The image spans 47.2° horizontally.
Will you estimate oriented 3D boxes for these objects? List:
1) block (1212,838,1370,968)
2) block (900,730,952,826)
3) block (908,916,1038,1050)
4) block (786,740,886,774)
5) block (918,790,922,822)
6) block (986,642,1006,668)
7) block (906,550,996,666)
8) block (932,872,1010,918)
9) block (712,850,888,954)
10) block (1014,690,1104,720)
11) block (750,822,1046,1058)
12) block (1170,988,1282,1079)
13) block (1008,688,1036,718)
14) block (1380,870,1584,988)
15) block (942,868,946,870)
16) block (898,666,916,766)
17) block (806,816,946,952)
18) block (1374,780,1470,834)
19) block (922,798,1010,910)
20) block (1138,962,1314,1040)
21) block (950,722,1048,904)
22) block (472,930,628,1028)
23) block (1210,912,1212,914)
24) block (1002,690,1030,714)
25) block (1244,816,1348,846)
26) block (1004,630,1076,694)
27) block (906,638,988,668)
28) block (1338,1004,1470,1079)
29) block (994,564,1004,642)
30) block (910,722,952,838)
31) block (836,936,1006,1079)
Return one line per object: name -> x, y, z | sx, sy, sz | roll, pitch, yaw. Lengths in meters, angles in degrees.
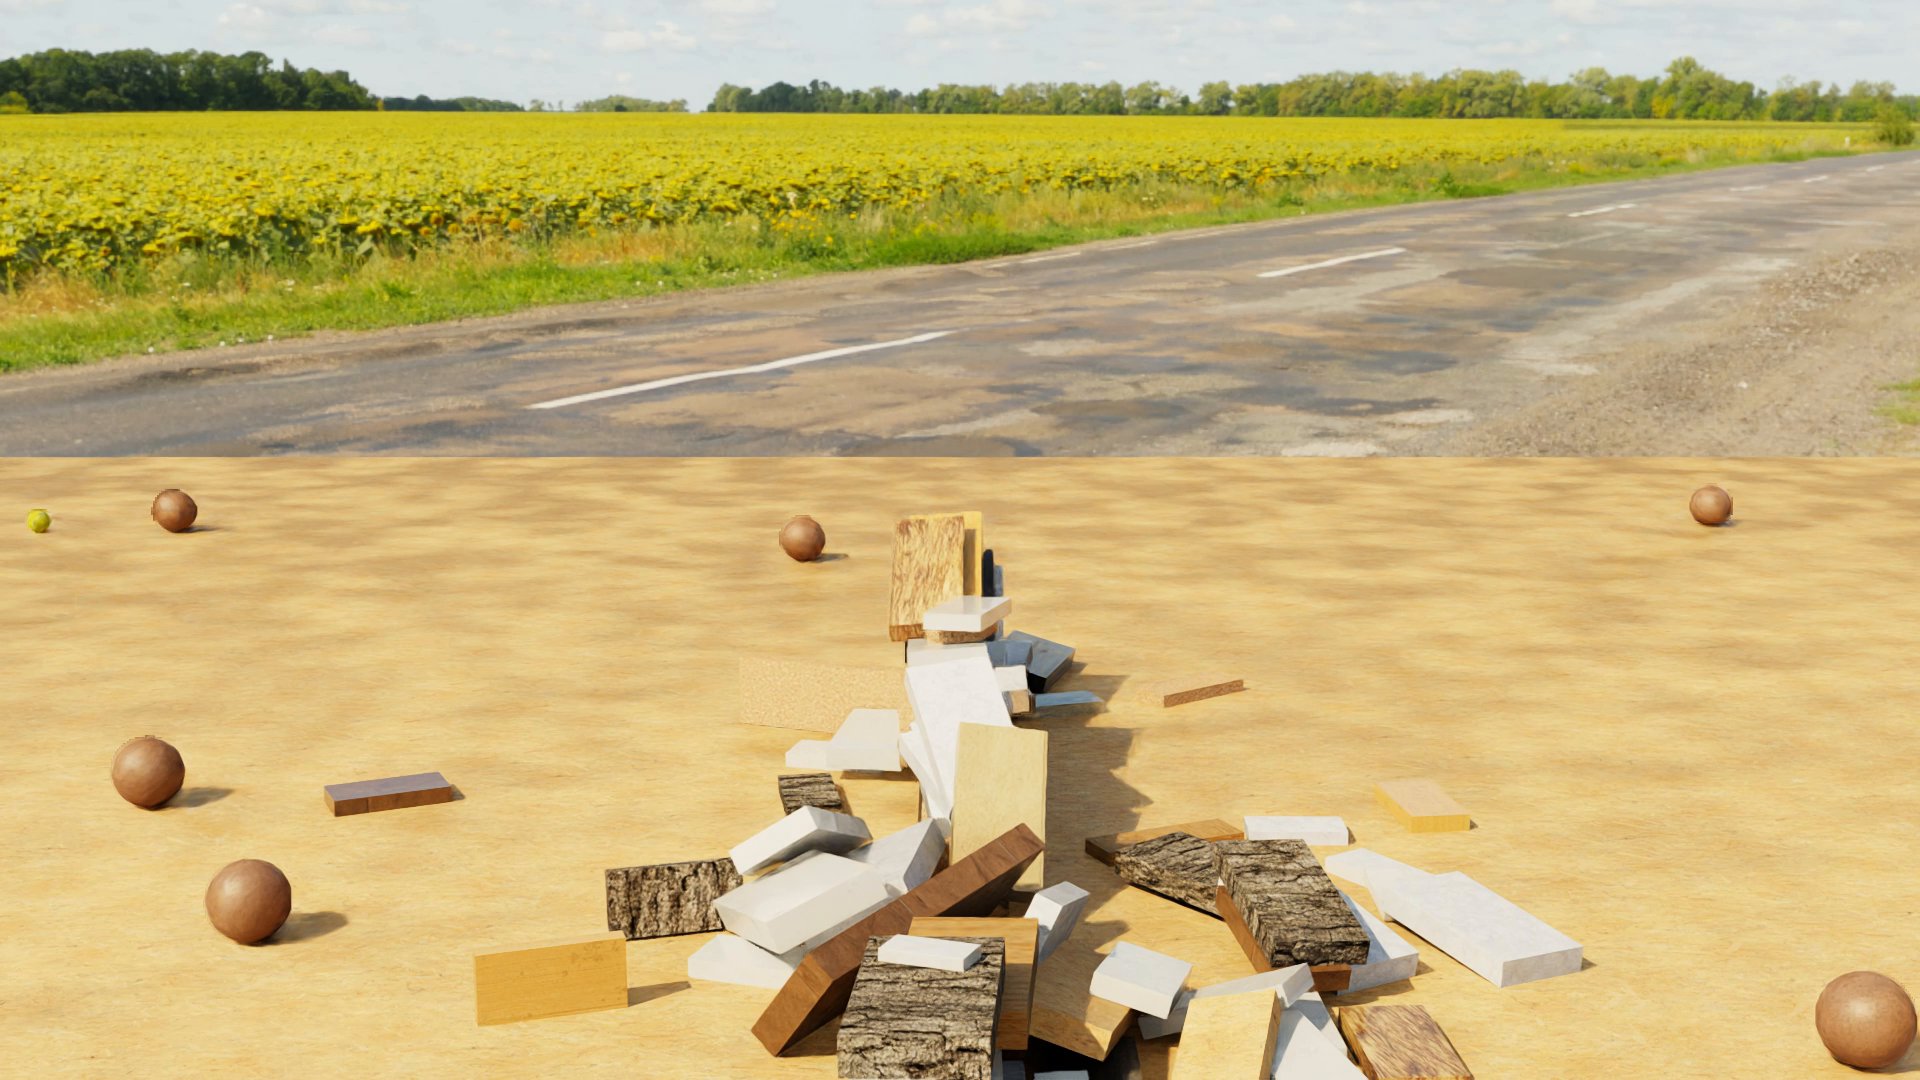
block -> 0.490, 0.539, 3.285 | 0.144, 0.041, 0.288 | 1, 22, -12
block -> 0.012, 0.402, 3.743 | 0.139, 0.039, 0.277 | -11, 30, -20
block -> 0.009, 0.568, 2.844 | 0.172, 0.049, 0.344 | 0, 9, 4
block -> -0.238, 0.436, 4.422 | 0.202, 0.029, 0.101 | 3, 11, 14
block -> 0.002, 0.466, 3.881 | 0.148, 0.042, 0.296 | 0, 36, 1
block -> 0.015, 0.299, 4.208 | 0.139, 0.039, 0.433 | -3, 20, 3
block -> -0.017, 0.154, 4.579 | 0.180, 0.051, 0.359 | -4, 36, 4
block -> 0.008, 0.572, 3.493 | 0.072, 0.020, 0.143 | -14, 33, -30
block -> -0.248, 0.546, 3.344 | 0.180, 0.051, 0.359 | -26, 4, -18
block -> 0.205, 0.362, 4.819 | 0.200, 0.028, 0.100 | -3, 11, -17
block -> -0.079, 0.570, 3.187 | 0.051, 0.180, 0.534 | 45, 34, 16
block -> 0.344, 0.677, 2.865 | 0.120, 0.034, 0.239 | -12, 21, 20
block -> 0.045, 0.323, 4.744 | 0.155, 0.044, 0.310 | -3, 11, -14
block -> 0.807, 0.602, 3.421 | 0.151, 0.043, 0.302 | -5, 16, -25
block -> 0.008, 0.580, 3.527 | 0.072, 0.020, 0.143 | -2, 31, 0
block -> -0.022, 0.332, 4.257 | 0.180, 0.051, 0.359 | -3, 20, 2
block -> -0.135, 0.540, 3.481 | 0.180, 0.051, 0.359 | -24, 4, 9
block -> 0.858, 0.495, 4.096 | 0.109, 0.031, 0.218 | -1, 11, -7
block -> 0.008, 0.515, 3.711 | 0.148, 0.042, 0.296 | 0, 29, 1
block -> 0.369, 0.641, 3.057 | 0.223, 0.032, 0.112 | -20, -4, 27
block -> 0.062, 0.438, 3.547 | 0.146, 0.292, 0.041 | 7, -35, -5
block -> -0.588, 0.630, 3.160 | 0.214, 0.107, 0.030 | -4, 11, -19
block -> 0.465, 0.591, 3.615 | 0.063, 0.018, 0.127 | 6, 12, 29
block -> 0.040, 0.294, 3.921 | 0.139, 0.039, 0.277 | -6, -5, 7
block -> 0.604, 0.523, 3.960 | 0.176, 0.025, 0.088 | 0, 11, 1
block -> 0.158, 0.282, 5.095 | 0.154, 0.044, 0.309 | 17, 14, 12
block -> -0.025, 0.217, 4.191 | 0.148, 0.042, 0.295 | -5, 2, -1
block -> 0.602, 0.697, 2.997 | 0.120, 0.034, 0.240 | -1, 11, -3
block -> 0.000, 0.238, 4.551 | 0.180, 0.051, 0.541 | -3, 36, 3
block -> 0.005, 0.409, 3.817 | 0.148, 0.042, 0.296 | -4, 29, -7
block -> -0.040, 0.553, 2.626 | 0.172, 0.049, 0.344 | 0, 9, 4
